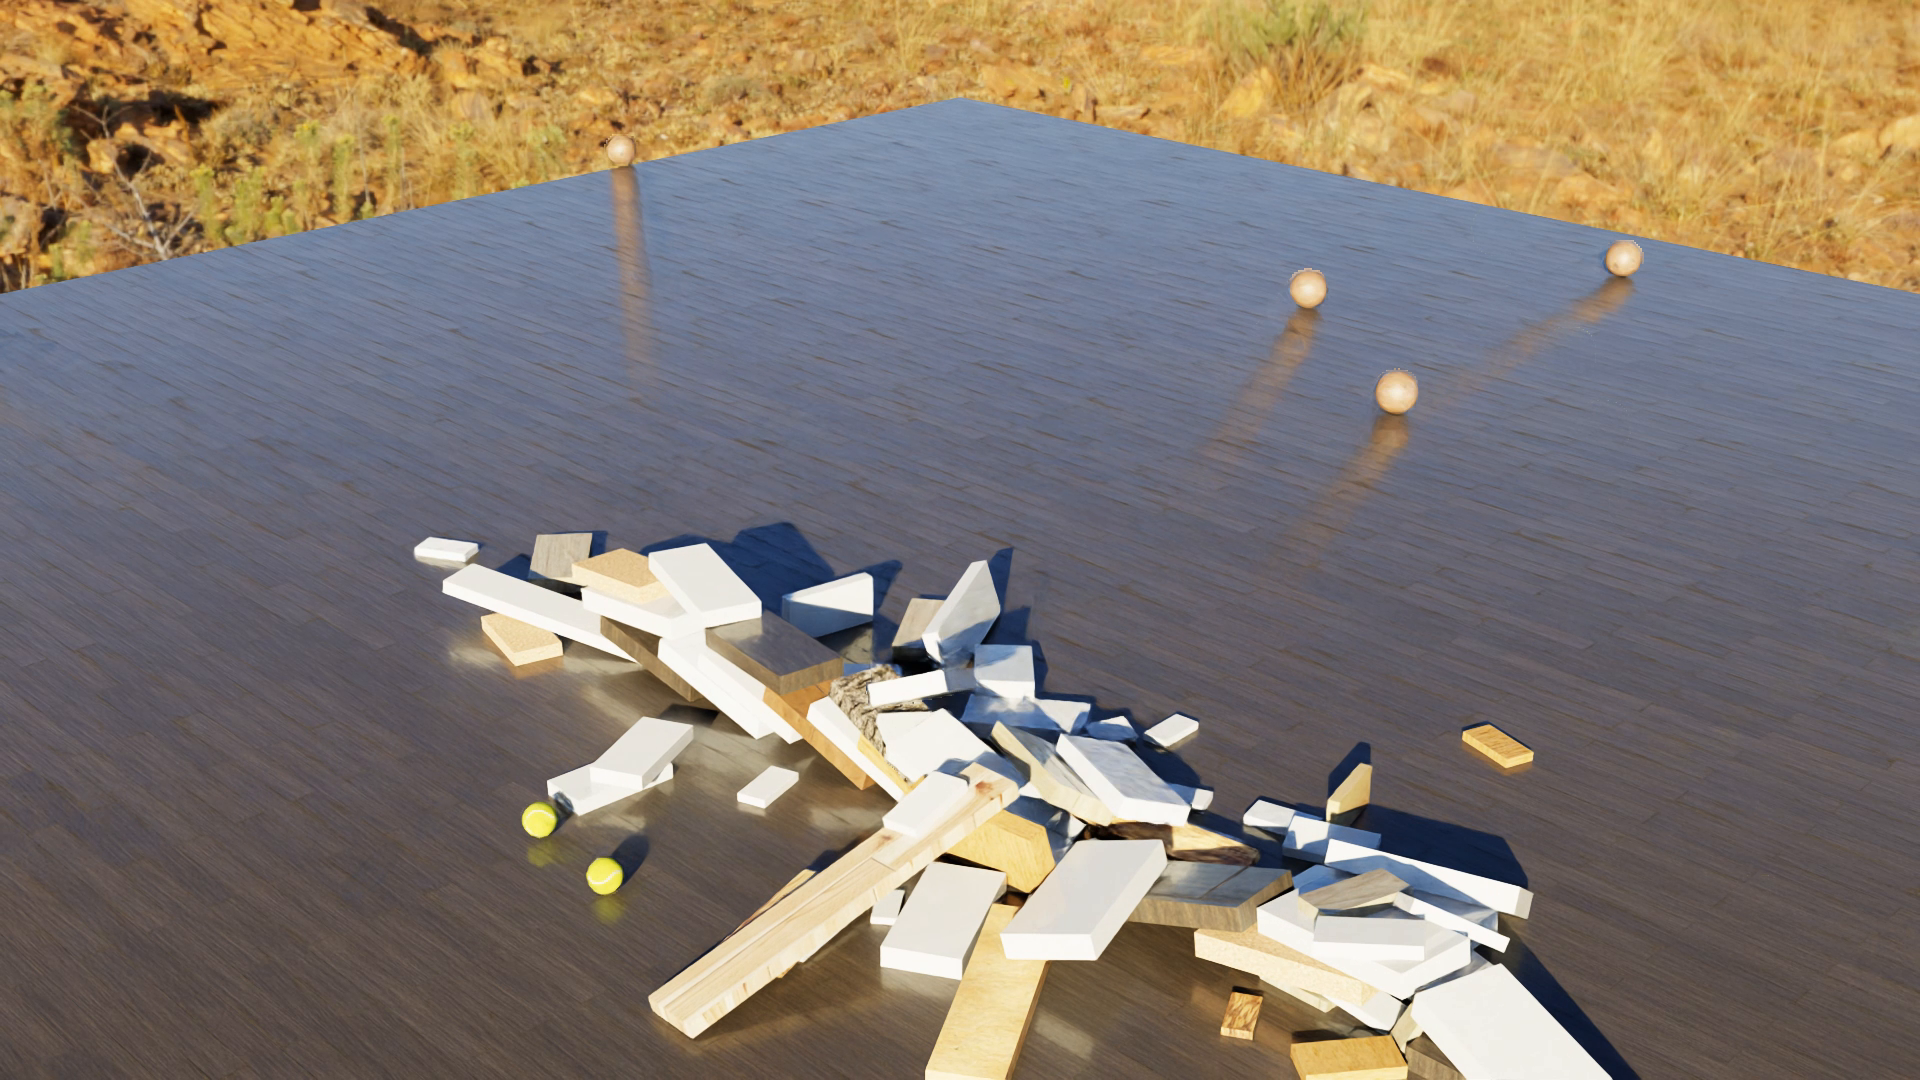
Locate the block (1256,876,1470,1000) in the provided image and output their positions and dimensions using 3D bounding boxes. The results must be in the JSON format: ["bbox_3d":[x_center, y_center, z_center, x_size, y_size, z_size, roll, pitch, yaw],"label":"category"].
[{"bbox_3d":[0.695,0.684,3.807,0.169,0.048,0.338,-18,22,-34],"label":"block"}]

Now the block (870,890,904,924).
[{"bbox_3d":[-0.135,0.687,4.123,0.049,0.014,0.098,3,23,7],"label":"block"}]

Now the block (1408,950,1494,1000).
[{"bbox_3d":[0.846,0.763,3.835,0.153,0.043,0.306,-7,13,-15],"label":"block"}]

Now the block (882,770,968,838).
[{"bbox_3d":[-0.064,0.495,4.122,0.079,0.022,0.158,13,38,37],"label":"block"}]

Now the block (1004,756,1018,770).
[{"bbox_3d":[0.159,0.472,4.623,0.140,0.020,0.070,-7,24,-16],"label":"block"}]

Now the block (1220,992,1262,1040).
[{"bbox_3d":[0.488,0.822,3.803,0.054,0.015,0.108,7,24,15],"label":"block"}]

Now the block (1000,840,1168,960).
[{"bbox_3d":[0.230,0.652,4.007,0.177,0.050,0.354,-5,18,29],"label":"block"}]

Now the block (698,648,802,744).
[{"bbox_3d":[-0.411,0.317,4.797,0.158,0.045,0.316,-21,44,-40],"label":"block"}]

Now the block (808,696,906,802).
[{"bbox_3d":[-0.167,0.418,4.578,0.145,0.041,0.290,-23,51,-42],"label":"block"}]

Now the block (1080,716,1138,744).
[{"bbox_3d":[0.320,0.413,4.714,0.118,0.017,0.059,-8,48,-38],"label":"block"}]

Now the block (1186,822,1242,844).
[{"bbox_3d":[0.464,0.594,4.331,0.164,0.023,0.082,15,27,31],"label":"block"}]

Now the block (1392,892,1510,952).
[{"bbox_3d":[0.848,0.660,3.802,0.182,0.026,0.091,23,-4,-6],"label":"block"}]

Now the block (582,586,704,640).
[{"bbox_3d":[-0.698,0.146,5.074,0.176,0.050,0.353,-20,24,-39],"label":"block"}]

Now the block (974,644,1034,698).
[{"bbox_3d":[0.099,0.295,4.967,0.132,0.037,0.264,2,15,0],"label":"block"}]

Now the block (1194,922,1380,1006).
[{"bbox_3d":[0.603,0.720,3.878,0.338,0.048,0.169,10,23,39],"label":"block"}]

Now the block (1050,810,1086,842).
[{"bbox_3d":[0.176,0.553,4.377,0.138,0.020,0.069,31,33,21],"label":"block"}]

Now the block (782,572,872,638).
[{"bbox_3d":[-0.314,0.163,5.225,0.235,0.117,0.033,-16,30,-33],"label":"block"}]

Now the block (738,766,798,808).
[{"bbox_3d":[-0.396,0.509,4.538,0.065,0.018,0.131,12,26,25],"label":"block"}]

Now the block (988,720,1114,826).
[{"bbox_3d":[0.183,0.465,4.396,0.151,0.043,0.301,26,8,-29],"label":"block"}]

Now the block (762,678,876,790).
[{"bbox_3d":[-0.253,0.389,4.656,0.316,0.045,0.158,39,41,28],"label":"block"}]

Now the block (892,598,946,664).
[{"bbox_3d":[-0.072,0.215,5.207,0.134,0.038,0.267,4,23,8],"label":"block"}]

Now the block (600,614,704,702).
[{"bbox_3d":[-0.653,0.245,5.057,0.176,0.050,0.353,-20,38,-39],"label":"block"}]

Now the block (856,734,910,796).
[{"bbox_3d":[-0.059,0.472,4.478,0.145,0.041,0.290,-22,50,-41],"label":"block"}]

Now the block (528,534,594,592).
[{"bbox_3d":[-1.010,0.058,5.574,0.141,0.040,0.282,-2,23,-5],"label":"block"}]

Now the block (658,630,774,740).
[{"bbox_3d":[-0.492,0.302,4.889,0.176,0.050,0.353,-21,43,-40],"label":"block"}]

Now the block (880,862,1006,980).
[{"bbox_3d":[-0.027,0.699,4.060,0.151,0.043,0.302,7,24,15],"label":"block"}]

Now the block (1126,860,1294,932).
[{"bbox_3d":[0.427,0.650,4.035,0.338,0.048,0.169,-3,15,45],"label":"block"}]

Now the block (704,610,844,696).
[{"bbox_3d":[-0.405,0.241,4.767,0.158,0.045,0.316,-16,27,-32],"label":"block"}]

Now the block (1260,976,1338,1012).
[{"bbox_3d":[0.611,0.782,3.891,0.073,0.021,0.146,-21,31,-40],"label":"block"}]

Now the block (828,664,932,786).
[{"bbox_3d":[-0.127,0.376,4.509,0.145,0.041,0.290,-16,46,-37],"label":"block"}]

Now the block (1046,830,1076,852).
[{"bbox_3d":[0.155,0.590,4.299,0.138,0.020,0.069,26,39,24],"label":"block"}]

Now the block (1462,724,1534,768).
[{"bbox_3d":[1.149,0.440,4.699,0.071,0.020,0.142,-11,26,-25],"label":"block"}]

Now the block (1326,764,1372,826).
[{"bbox_3d":[0.780,0.525,4.413,0.025,0.087,0.174,13,26,28],"label":"block"}]

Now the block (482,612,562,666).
[{"bbox_3d":[-1.034,0.226,5.187,0.115,0.033,0.230,-13,26,-28],"label":"block"}]

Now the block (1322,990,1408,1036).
[{"bbox_3d":[0.702,0.800,3.817,0.146,0.021,0.073,30,37,33],"label":"block"}]
